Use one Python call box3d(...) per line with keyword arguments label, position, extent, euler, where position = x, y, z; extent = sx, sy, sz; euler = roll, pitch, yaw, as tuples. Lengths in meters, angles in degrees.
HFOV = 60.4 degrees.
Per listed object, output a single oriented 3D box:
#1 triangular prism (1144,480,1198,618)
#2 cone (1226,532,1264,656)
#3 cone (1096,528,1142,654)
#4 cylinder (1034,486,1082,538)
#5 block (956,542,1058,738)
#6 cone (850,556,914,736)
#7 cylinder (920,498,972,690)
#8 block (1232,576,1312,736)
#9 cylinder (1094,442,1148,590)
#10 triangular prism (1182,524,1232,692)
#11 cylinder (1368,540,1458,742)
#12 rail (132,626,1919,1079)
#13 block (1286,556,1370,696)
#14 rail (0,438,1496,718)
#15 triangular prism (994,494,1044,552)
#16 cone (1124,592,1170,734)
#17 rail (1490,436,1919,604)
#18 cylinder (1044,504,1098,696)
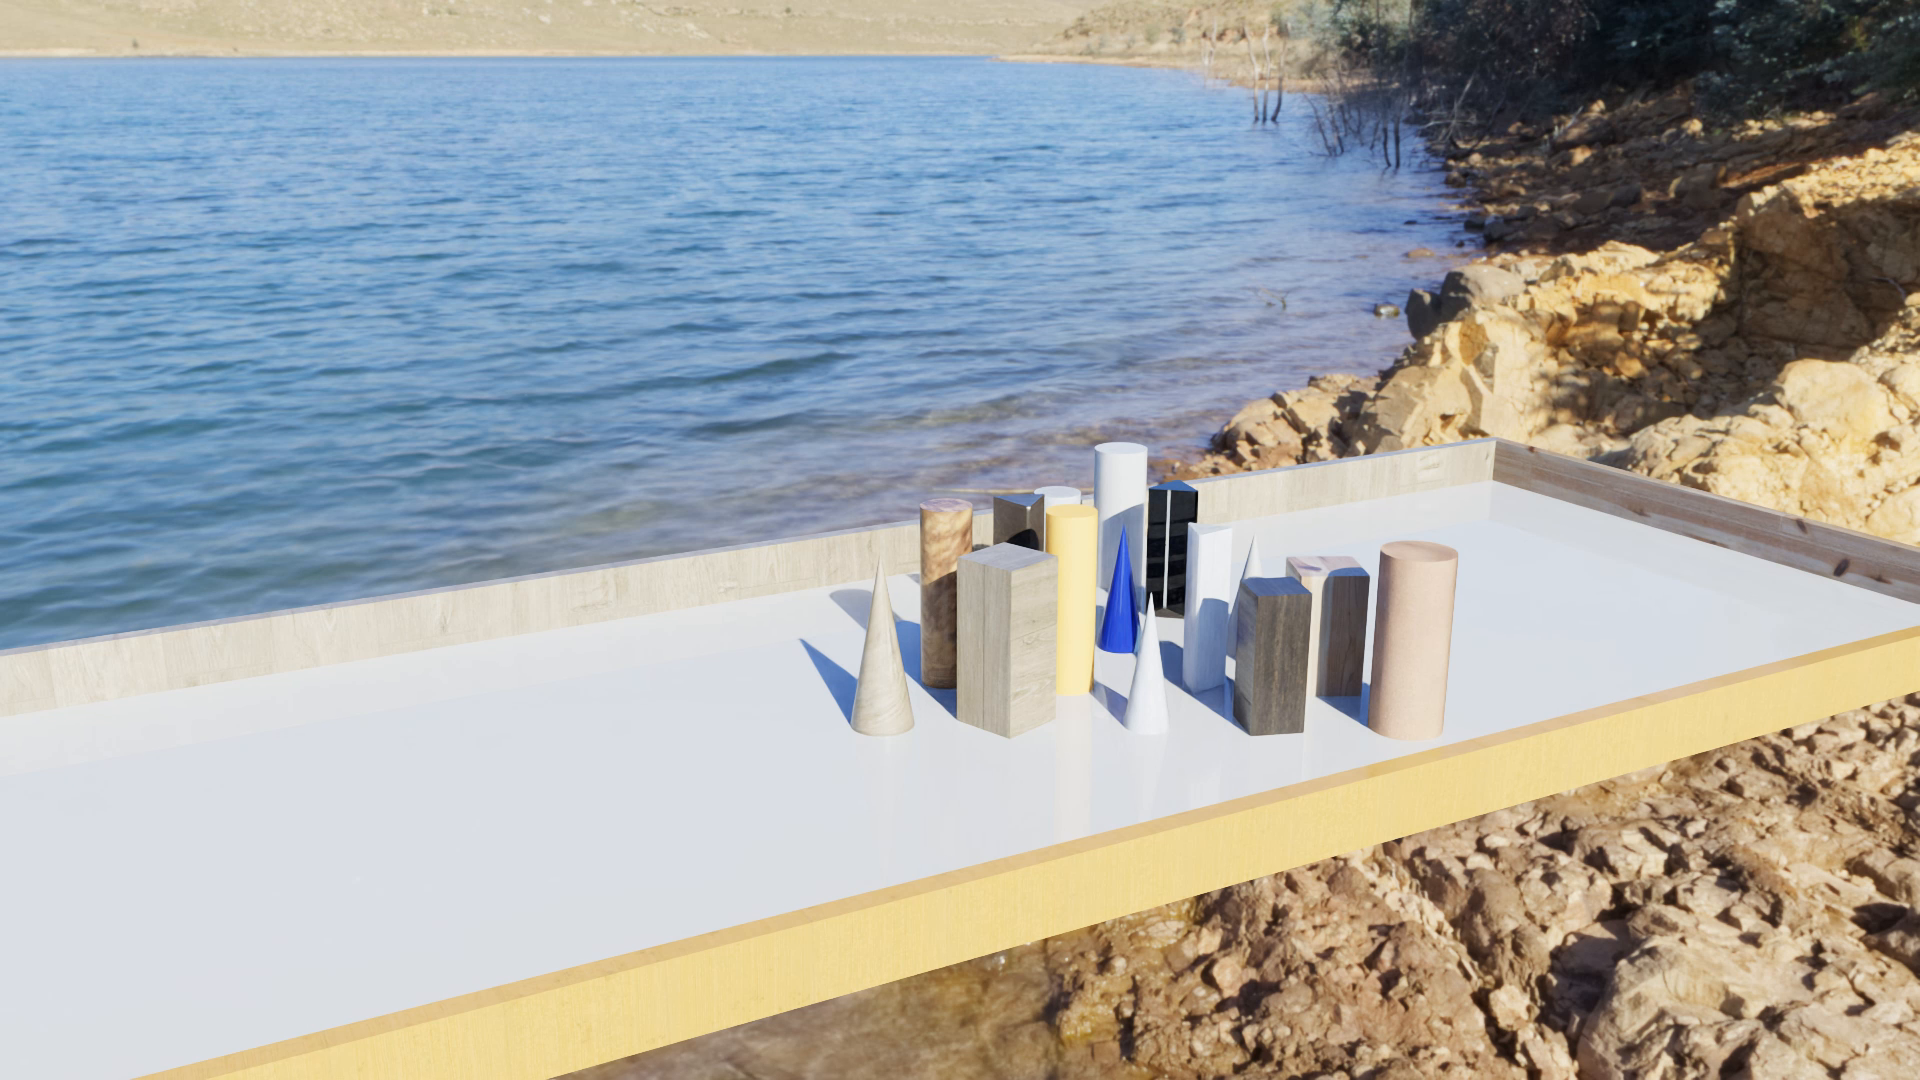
box3d(label="triangular prism", position=(0.598, 0.024, 4.618), extent=(0.134, 0.369, 0.116), euler=(4, 17, 13))
box3d(label="cone", position=(0.766, 0.132, 4.325), extent=(0.146, 0.327, 0.146), euler=(0, 16, 0))
box3d(label="cone", position=(0.428, 0.119, 4.349), extent=(0.126, 0.338, 0.126), euler=(0, 16, 0))
box3d(label="cylinder", position=(0.269, 0.039, 4.590), extent=(0.129, 0.356, 0.129), euler=(0, 16, 0))
box3d(label="block", position=(0.110, 0.232, 3.850), extent=(0.165, 0.404, 0.165), euler=(14, 22, 40))
box3d(label="cone", position=(-0.182, 0.229, 3.821), extent=(0.152, 0.425, 0.152), euler=(0, 16, 0))
box3d(label="cylinder", position=(-0.034, 0.134, 4.092), extent=(0.130, 0.456, 0.130), euler=(0, 16, 0))
box3d(label="block", position=(0.725, 0.270, 3.833), extent=(0.129, 0.340, 0.129), euler=(-3, 17, -9))
box3d(label="cylinder", position=(0.470, -0.071, 4.866), extent=(0.154, 0.411, 0.154), euler=(0, 16, 0))
box3d(label="triangular prism", position=(0.592, 0.163, 4.080), extent=(0.109, 0.406, 0.094), euler=(-12, 20, -36))
box3d(label="cylinder", position=(1.043, 0.231, 3.805), extent=(0.172, 0.430, 0.172), euler=(0, 16, 0))
box3d(label="rail", position=(-2.336, 1.006, 1.665), extent=(12.000, 0.150, 0.050), euler=(-9, 18, -27))
box3d(label="block", position=(0.900, 0.212, 4.083), extent=(0.165, 0.310, 0.165), euler=(-1, 16, -2))
box3d(label="rail", position=(-3.305, 0.497, 3.399), extent=(12.000, 0.150, 0.050), euler=(-9, 18, -27))
box3d(label="triangular prism", position=(0.176, 0.083, 4.355), extent=(0.117, 0.404, 0.136), euler=(-13, 21, -38))
box3d(label="cone", position=(0.439, 0.276, 3.828), extent=(0.111, 0.332, 0.111), euler=(0, 16, 0))
box3d(label="rail", position=(2.466, -0.048, 5.253), extent=(0.050, 0.150, 2.100), euler=(-9, 18, -27))
box3d(label="cylinder", position=(0.270, 0.147, 4.051), extent=(0.127, 0.453, 0.127), euler=(0, 16, 0))
